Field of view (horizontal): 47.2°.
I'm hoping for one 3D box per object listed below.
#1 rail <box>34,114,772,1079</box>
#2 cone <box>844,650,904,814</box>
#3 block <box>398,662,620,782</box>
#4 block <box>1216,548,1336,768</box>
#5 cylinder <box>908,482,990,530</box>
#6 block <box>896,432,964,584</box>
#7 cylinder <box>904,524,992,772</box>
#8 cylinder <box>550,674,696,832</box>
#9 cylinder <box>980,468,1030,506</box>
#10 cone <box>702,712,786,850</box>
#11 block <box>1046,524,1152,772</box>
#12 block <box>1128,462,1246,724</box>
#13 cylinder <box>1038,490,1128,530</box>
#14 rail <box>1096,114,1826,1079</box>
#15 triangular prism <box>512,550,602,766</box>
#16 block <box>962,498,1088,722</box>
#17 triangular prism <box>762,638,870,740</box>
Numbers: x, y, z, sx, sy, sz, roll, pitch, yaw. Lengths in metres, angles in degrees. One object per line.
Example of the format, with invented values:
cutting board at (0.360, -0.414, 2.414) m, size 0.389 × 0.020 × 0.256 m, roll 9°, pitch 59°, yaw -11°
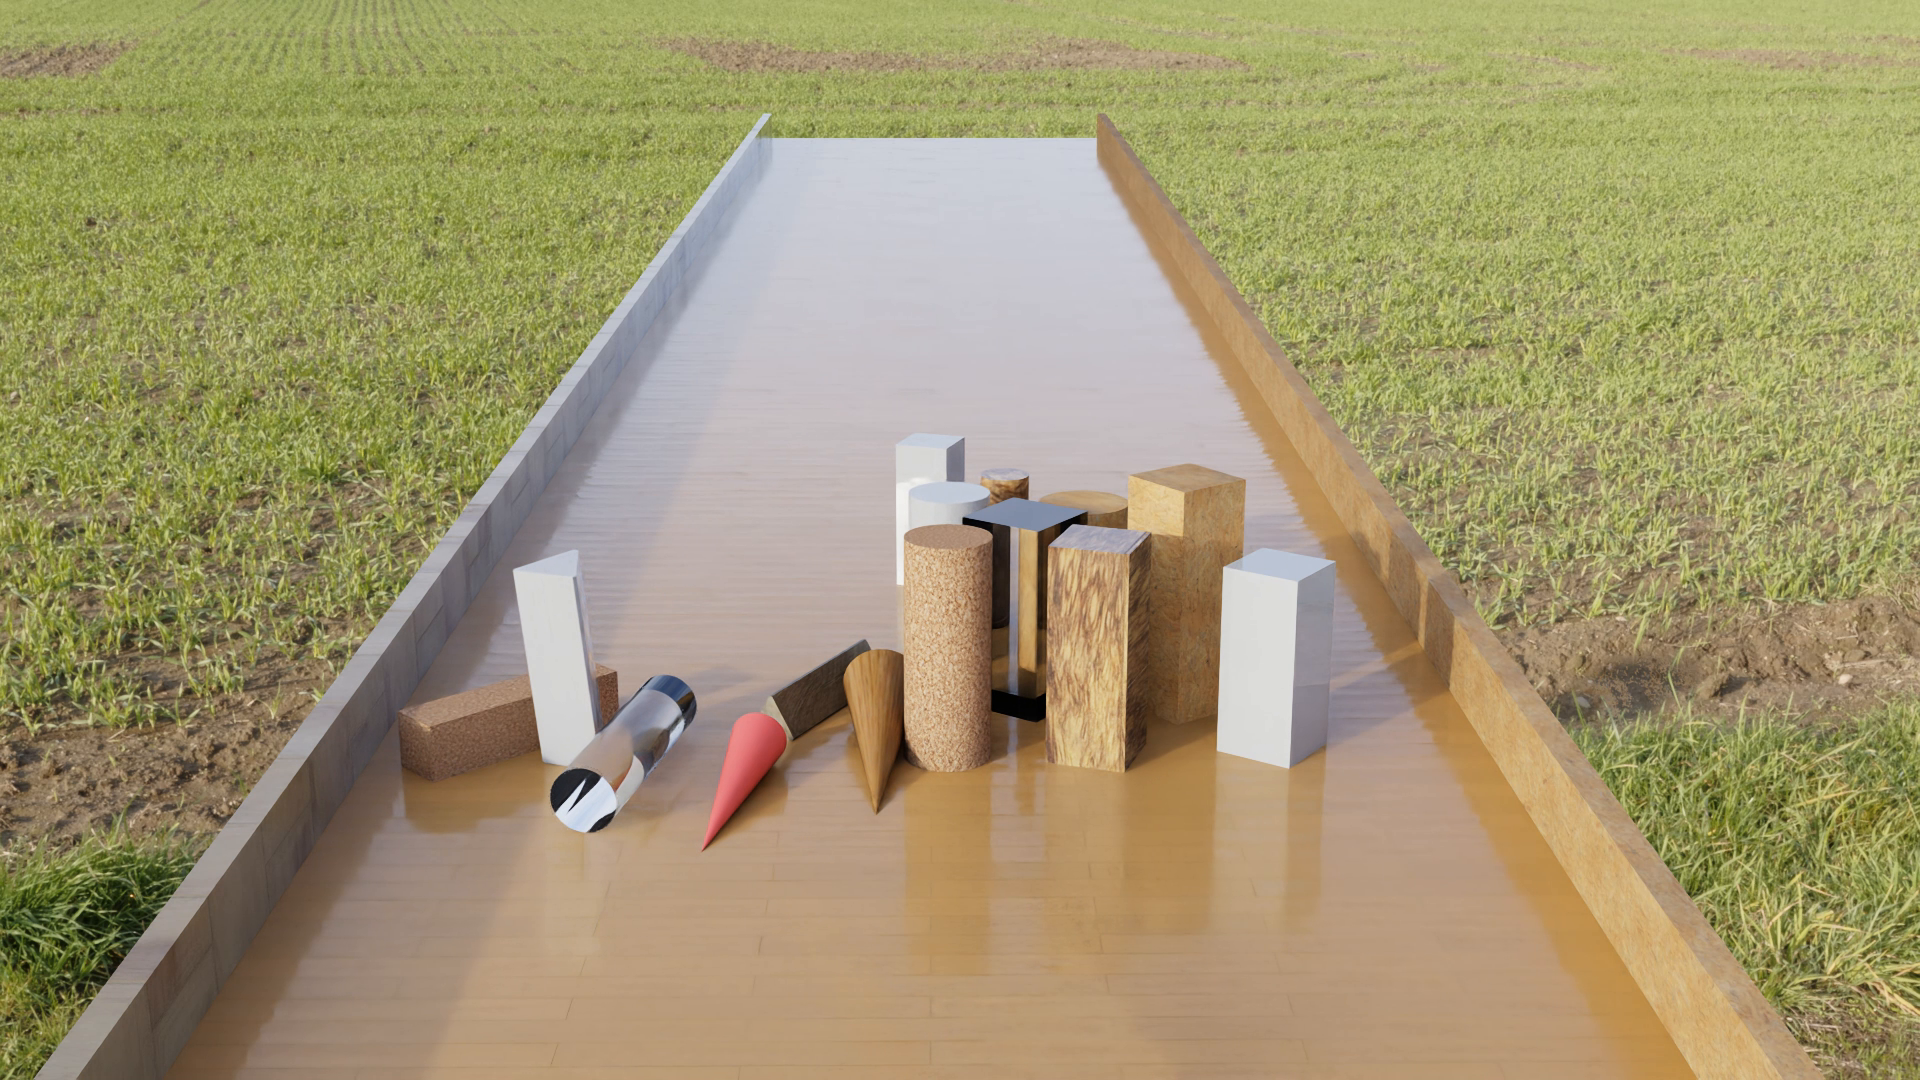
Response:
rail at (-1.118, -0.838, 7.780) m, size 0.050 × 0.150 × 12.000 m, roll 0°, pitch 17°, yaw -1°
cone at (-0.143, 0.363, 3.880) m, size 0.144 × 0.144 × 0.452 m, roll 0°, pitch 26°, yaw -1°
block at (-0.808, 0.321, 3.965) m, size 0.396 × 0.104 × 0.104 m, roll -16°, pitch 23°, yaw -42°
block at (0.563, 0.208, 3.920) m, size 0.145 × 0.346 × 0.145 m, roll 12°, pitch 20°, yaw 34°
cylinder at (-0.021, 0.069, 4.397) m, size 0.163 × 0.341 × 0.163 m, roll 0°, pitch 17°, yaw 0°
block at (-0.065, -0.065, 4.883) m, size 0.118 × 0.320 × 0.118 m, roll 6°, pitch 18°, yaw 19°
cylinder at (-0.022, 0.189, 3.873) m, size 0.155 × 0.408 × 0.155 m, roll 0°, pitch 16°, yaw 0°
cylinder at (-0.576, 0.363, 3.808) m, size 0.113 × 0.113 × 0.451 m, roll 3°, pitch 17°, yaw 10°
cylinder at (0.093, 0.009, 4.656) m, size 0.104 × 0.307 × 0.104 m, roll 0°, pitch 17°, yaw 0°
cone at (-0.385, 0.426, 3.707) m, size 0.100 × 0.100 × 0.381 m, roll 3°, pitch 24°, yaw 9°
block at (0.245, 0.190, 3.886) m, size 0.145 × 0.400 × 0.145 m, roll 6°, pitch 18°, yaw 19°
block at (0.418, 0.098, 4.113) m, size 0.152 × 0.446 × 0.152 m, roll -12°, pitch 20°, yaw -35°
cylinder at (0.246, 0.076, 4.418) m, size 0.180 × 0.315 × 0.180 m, roll 0°, pitch 17°, yaw 0°
rail at (0.932, -0.844, 7.801) m, size 0.050 × 0.150 × 12.000 m, roll 0°, pitch 17°, yaw -1°
triangular prism at (-0.676, 0.208, 3.854) m, size 0.123 × 0.371 × 0.107 m, roll 5°, pitch 24°, yaw 22°
block at (0.122, 0.129, 4.145) m, size 0.168 × 0.370 × 0.168 m, roll 11°, pitch 20°, yaw 34°
triangular prism at (-0.265, 0.275, 4.157) m, size 0.090 × 0.078 × 0.354 m, roll 8°, pitch 18°, yaw 25°
